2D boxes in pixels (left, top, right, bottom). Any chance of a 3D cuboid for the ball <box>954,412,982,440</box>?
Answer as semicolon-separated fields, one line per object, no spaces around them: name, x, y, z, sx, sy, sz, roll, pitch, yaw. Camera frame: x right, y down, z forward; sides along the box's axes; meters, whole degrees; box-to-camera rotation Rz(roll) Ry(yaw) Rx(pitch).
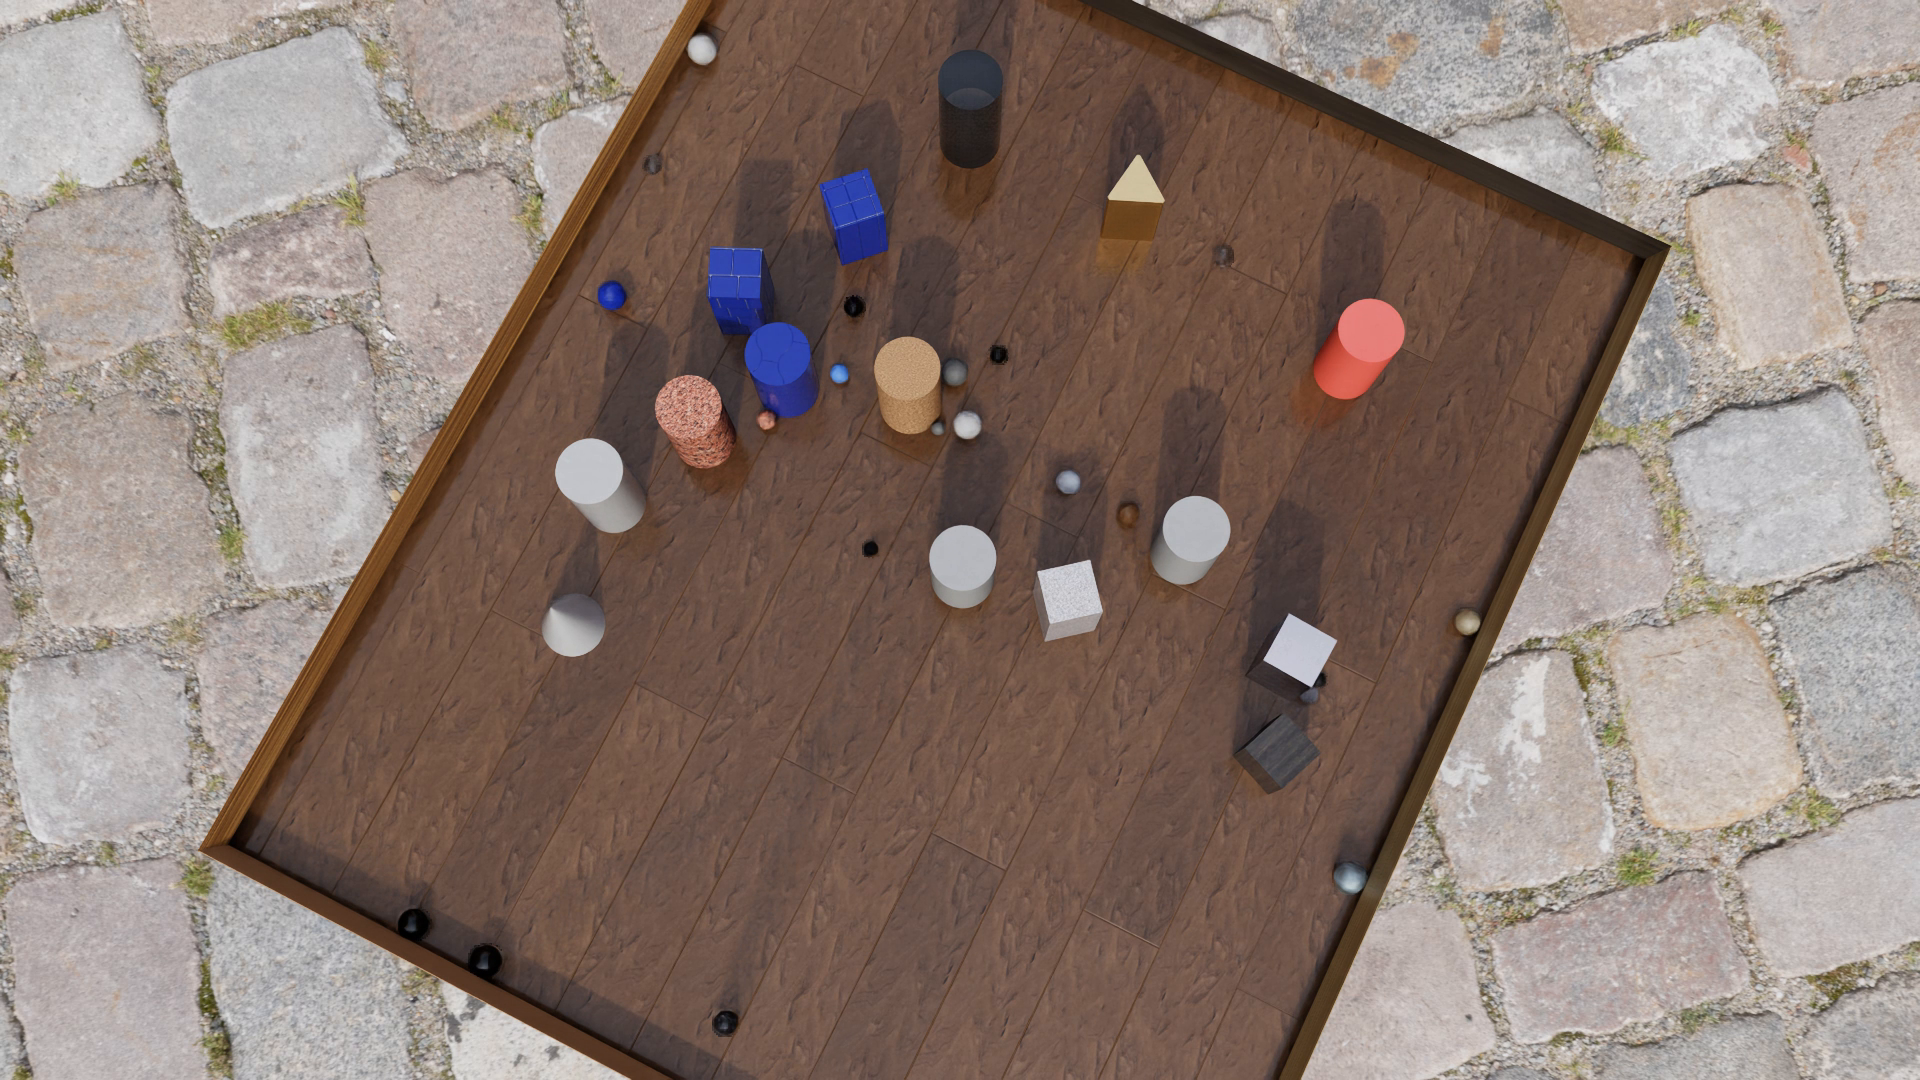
ball;0.023;-0.353;5.645;0.087;0.087;0.087;0;78;0

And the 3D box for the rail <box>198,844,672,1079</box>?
rail;-0.800;1.574;5.225;3.121;0.126;0.045;26;80;5

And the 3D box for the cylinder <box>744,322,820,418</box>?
cylinder;-0.535;-0.510;5.544;0.194;0.349;0.194;0;78;0

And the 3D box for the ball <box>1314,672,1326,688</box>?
ball;1.077;0.421;5.505;0.048;0.048;0.048;0;78;0

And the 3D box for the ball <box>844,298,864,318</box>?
ball;-0.333;-0.729;5.736;0.062;0.062;0.062;0;78;0

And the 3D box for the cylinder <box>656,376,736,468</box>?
cylinder;-0.791;-0.352;5.511;0.194;0.350;0.194;0;78;0

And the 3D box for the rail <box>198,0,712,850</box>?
rail;-1.374;-0.666;5.689;0.045;0.126;3.627;26;80;5

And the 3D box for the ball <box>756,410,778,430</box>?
ball;-0.597;-0.372;5.662;0.062;0.062;0.062;0;78;0

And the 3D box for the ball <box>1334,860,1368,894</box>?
ball;1.144;0.986;5.364;0.095;0.095;0.095;0;78;0

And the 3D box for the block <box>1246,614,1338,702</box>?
block;0.966;0.348;5.367;0.155;0.347;0.155;30;80;6

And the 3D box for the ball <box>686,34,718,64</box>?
ball;-0.829;-1.578;5.894;0.097;0.097;0.097;0;78;0

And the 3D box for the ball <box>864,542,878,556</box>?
ball;-0.271;0.027;5.588;0.045;0.045;0.045;0;78;0

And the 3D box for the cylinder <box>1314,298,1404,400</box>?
cylinder;1.200;-0.573;5.538;0.194;0.387;0.194;0;78;0

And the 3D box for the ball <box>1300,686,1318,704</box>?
ball;1.044;0.462;5.492;0.057;0.057;0.057;0;78;0

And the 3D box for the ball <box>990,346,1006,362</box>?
ball;0.120;-0.577;5.710;0.051;0.051;0.051;0;78;0

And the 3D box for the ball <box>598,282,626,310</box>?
ball;-1.087;-0.762;5.728;0.090;0.090;0.090;0;78;0

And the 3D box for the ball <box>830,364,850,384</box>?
ball;-0.373;-0.516;5.694;0.058;0.058;0.058;0;78;0

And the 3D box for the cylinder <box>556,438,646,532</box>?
cylinder;-1.062;-0.157;5.445;0.194;0.399;0.194;0;78;0

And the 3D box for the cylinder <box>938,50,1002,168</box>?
cylinder;0.031;-1.327;5.669;0.194;0.435;0.194;0;78;0

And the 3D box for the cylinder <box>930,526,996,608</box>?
cylinder;0.008;0.082;5.445;0.194;0.302;0.194;0;78;0

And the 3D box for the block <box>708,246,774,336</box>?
block;-0.666;-0.755;5.592;0.155;0.354;0.155;2;78;0

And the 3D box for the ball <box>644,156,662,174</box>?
ball;-0.979;-1.192;5.835;0.056;0.056;0.056;0;78;0

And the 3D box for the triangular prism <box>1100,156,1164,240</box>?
triangular prism;0.534;-1.060;5.674;0.168;0.317;0.145;4;78;1

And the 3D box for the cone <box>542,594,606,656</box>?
cone;-1.174;0.225;5.409;0.194;0.316;0.194;0;78;0

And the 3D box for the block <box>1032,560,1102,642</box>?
block;0.314;0.183;5.403;0.155;0.344;0.155;-12;79;-3

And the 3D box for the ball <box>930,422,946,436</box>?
ball;-0.068;-0.345;5.665;0.045;0.045;0.045;0;78;0

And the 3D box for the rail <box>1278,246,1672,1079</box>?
rail;1.374;0.680;5.411;0.045;0.126;3.627;26;80;5

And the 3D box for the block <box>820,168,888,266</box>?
block;-0.326;-0.995;5.667;0.155;0.305;0.155;-19;79;-4

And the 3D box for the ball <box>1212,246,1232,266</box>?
ball;0.827;-0.893;5.770;0.062;0.062;0.062;0;78;0

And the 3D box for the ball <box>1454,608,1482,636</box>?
ball;1.531;0.247;5.525;0.080;0.080;0.080;0;78;0

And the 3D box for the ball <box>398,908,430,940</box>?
ball;-1.592;1.120;5.339;0.089;0.089;0.089;0;78;0

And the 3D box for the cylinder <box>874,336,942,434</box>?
cylinder;-0.153;-0.461;5.521;0.194;0.375;0.194;0;78;0

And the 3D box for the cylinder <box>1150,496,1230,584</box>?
cylinder;0.679;0.005;5.432;0.194;0.359;0.194;0;78;0

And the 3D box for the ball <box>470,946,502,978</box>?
ball;-1.376;1.223;5.316;0.093;0.093;0.093;0;78;0

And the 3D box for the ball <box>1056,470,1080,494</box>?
ball;0.332;-0.178;5.616;0.074;0.074;0.074;0;78;0

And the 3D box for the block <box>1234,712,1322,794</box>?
block;0.925;0.627;5.362;0.155;0.245;0.155;-41;81;-8

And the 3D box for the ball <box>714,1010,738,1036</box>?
ball;-0.677;1.394;5.293;0.070;0.070;0.070;0;78;0

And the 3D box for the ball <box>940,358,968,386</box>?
ball;-0.018;-0.519;5.680;0.086;0.086;0.086;0;78;0

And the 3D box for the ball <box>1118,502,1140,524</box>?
ball;0.516;-0.082;5.599;0.067;0.067;0.067;0;78;0

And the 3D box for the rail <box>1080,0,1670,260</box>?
rail;0.800;-1.561;5.874;3.121;0.126;0.045;26;80;5
